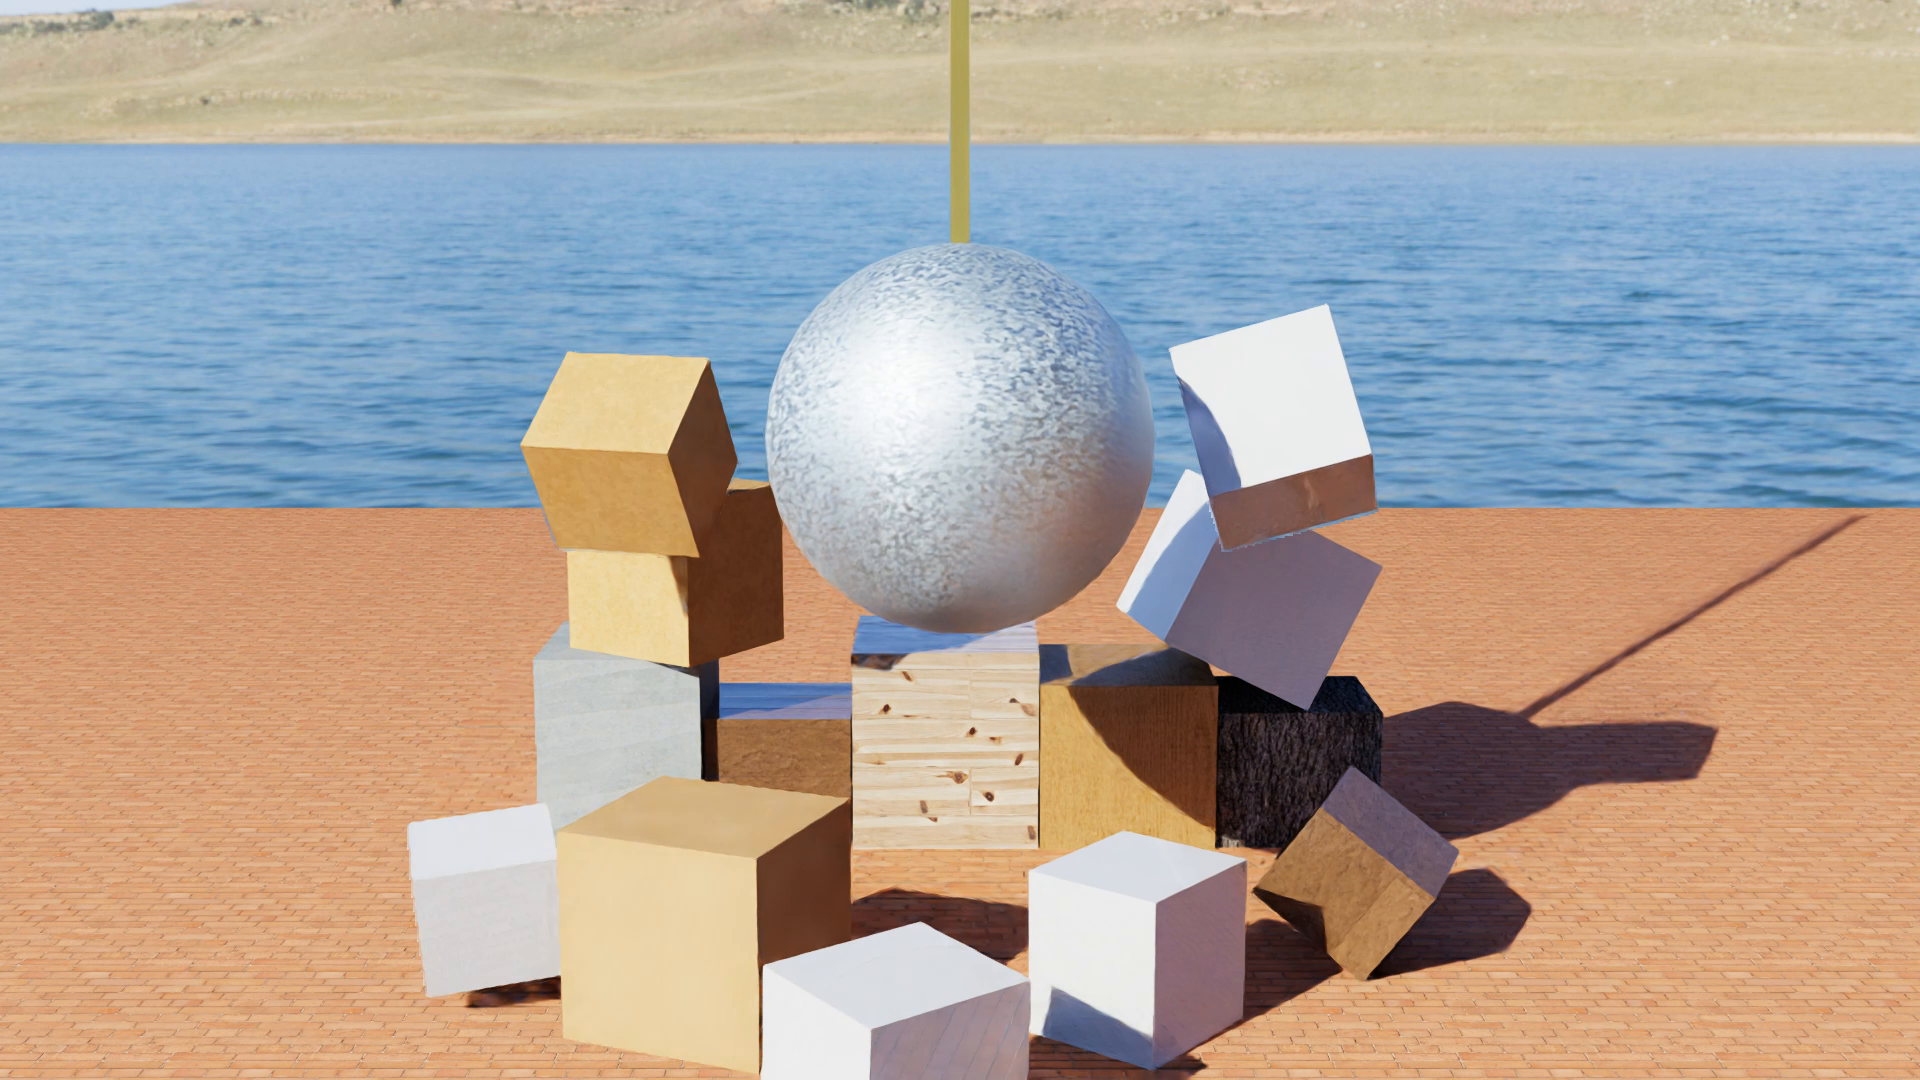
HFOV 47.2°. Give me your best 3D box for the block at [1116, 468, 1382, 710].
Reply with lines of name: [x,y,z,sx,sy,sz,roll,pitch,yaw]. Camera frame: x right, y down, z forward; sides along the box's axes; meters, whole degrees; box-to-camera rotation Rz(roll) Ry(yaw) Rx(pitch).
block: [1.459,0.239,11.238,0.853,0.811,0.847,26,4,-15]

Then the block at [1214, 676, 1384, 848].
block: [1.696,1.135,11.374,0.817,0.697,0.763,0,10,0]

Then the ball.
ball: [0.000,-0.412,9.028,1.600,1.600,1.600,0,10,0]

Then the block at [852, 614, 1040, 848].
block: [-0.071,0.974,11.386,0.926,1.010,0.889,0,10,0]

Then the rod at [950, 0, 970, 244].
rod: [0.000,-3.764,9.596,0.080,5.200,0.080,0,-10,0]

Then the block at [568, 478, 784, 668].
block: [-1.435,0.127,11.116,0.783,0.809,0.743,7,12,33]

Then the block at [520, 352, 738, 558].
block: [-1.473,-0.387,9.911,0.682,0.639,0.620,3,46,14]

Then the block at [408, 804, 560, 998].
block: [-1.945,1.476,9.073,0.573,0.524,0.543,-7,19,-13]

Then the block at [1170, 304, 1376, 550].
block: [1.391,-0.486,9.720,0.704,0.716,0.716,-15,-21,7]

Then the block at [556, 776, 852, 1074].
block: [-1.010,1.515,8.834,0.875,0.858,0.819,4,11,22]

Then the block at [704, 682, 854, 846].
block: [-0.912,1.150,11.398,0.729,0.658,0.747,0,10,0]

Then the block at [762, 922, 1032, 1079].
block: [-0.227,1.814,7.637,0.687,0.669,0.624,-8,16,-38]

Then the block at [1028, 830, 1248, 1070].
block: [0.710,1.619,8.781,0.596,0.672,0.657,8,13,38]

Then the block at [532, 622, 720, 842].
block: [-1.695,0.994,11.354,0.818,0.982,0.884,0,10,0]

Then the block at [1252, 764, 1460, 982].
block: [1.712,1.429,9.490,0.595,0.512,0.572,39,24,10]

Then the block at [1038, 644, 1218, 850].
block: [0.838,1.055,11.391,0.878,0.848,0.920,0,10,0]
